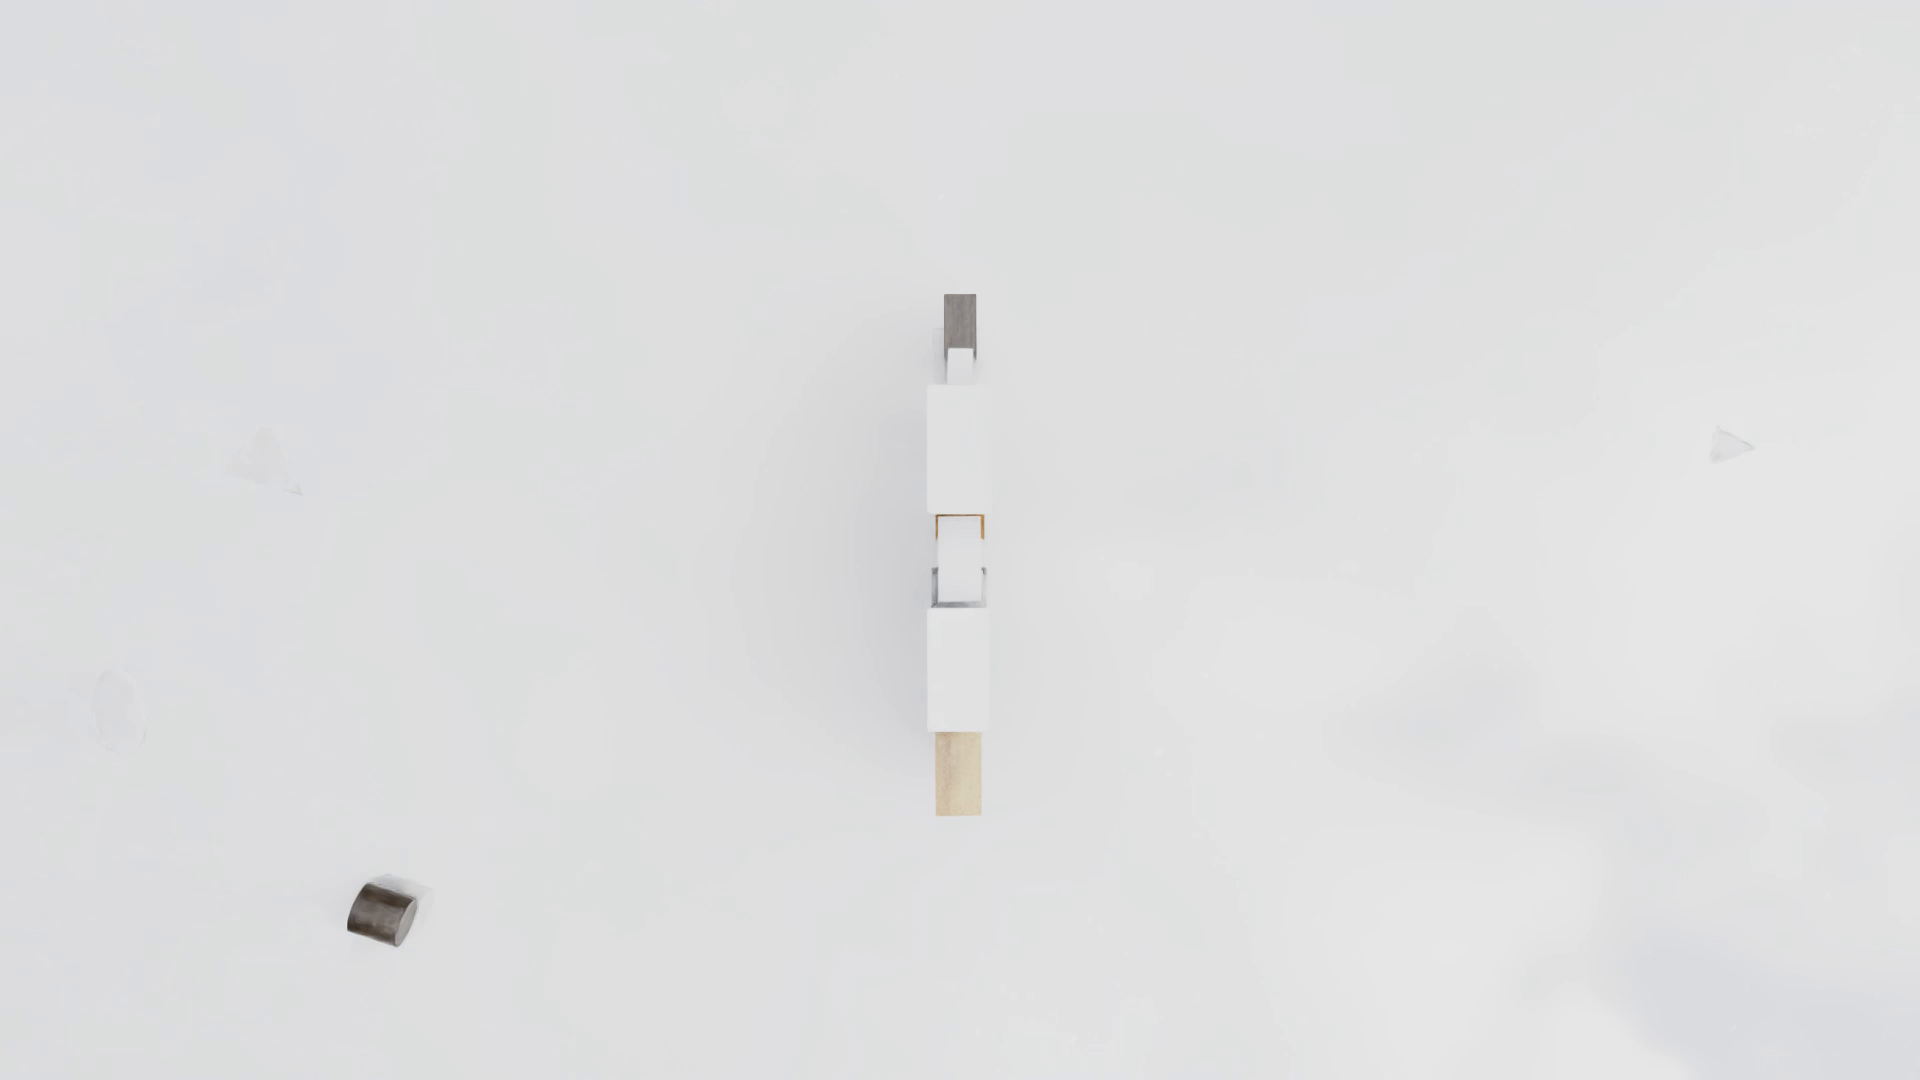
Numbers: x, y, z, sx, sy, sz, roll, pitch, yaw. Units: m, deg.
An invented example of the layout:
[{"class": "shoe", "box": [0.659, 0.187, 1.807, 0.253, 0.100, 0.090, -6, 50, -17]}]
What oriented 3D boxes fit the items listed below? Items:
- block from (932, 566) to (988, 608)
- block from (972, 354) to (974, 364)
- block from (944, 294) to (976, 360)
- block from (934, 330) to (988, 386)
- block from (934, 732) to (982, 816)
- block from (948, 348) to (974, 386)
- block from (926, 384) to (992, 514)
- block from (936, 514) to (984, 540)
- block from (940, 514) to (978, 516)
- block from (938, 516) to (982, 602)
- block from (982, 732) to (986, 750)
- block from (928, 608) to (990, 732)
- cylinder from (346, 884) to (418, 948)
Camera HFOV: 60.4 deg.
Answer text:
[{"class": "block", "box": [-0.002, 0.217, 4.570, 0.152, 0.043, 0.303, 0, 119, 0]}, {"class": "block", "box": [0.002, -0.511, 4.721, 0.069, 0.139, 0.020, -1, 87, -1]}, {"class": "block", "box": [0.001, -0.634, 4.904, 0.096, 0.027, 0.193, 0, 90, 0]}, {"class": "block", "box": [0.002, -0.482, 5.135, 0.171, 0.048, 0.341, 0, 90, 0]}, {"class": "block", "box": [-0.004, 0.614, 4.401, 0.123, 0.035, 0.246, 0, 100, 0]}, {"class": "block", "box": [0.000, -0.469, 4.642, 0.069, 0.020, 0.139, 1, 91, -1]}, {"class": "block", "box": [-0.003, -0.227, 4.160, 0.162, 0.046, 0.324, 0, 90, 0]}, {"class": "block", "box": [0.000, -0.154, 5.175, 0.152, 0.043, 0.303, 0, 90, 0]}, {"class": "block", "box": [-0.004, -0.039, 4.556, 0.108, 0.030, 0.215, 0, 90, 0]}, {"class": "block", "box": [-0.001, 0.050, 4.267, 0.110, 0.031, 0.220, -1, 86, 0]}, {"class": "block", "box": [0.001, 0.496, 5.165, 0.157, 0.044, 0.313, 0, 90, 0]}, {"class": "block", "box": [-0.005, 0.330, 4.201, 0.157, 0.044, 0.314, 0, 90, 0]}, {"class": "cylinder", "box": [-1.897, 1.232, 5.418, 0.164, 0.164, 0.164, 18, 90, 0]}]
